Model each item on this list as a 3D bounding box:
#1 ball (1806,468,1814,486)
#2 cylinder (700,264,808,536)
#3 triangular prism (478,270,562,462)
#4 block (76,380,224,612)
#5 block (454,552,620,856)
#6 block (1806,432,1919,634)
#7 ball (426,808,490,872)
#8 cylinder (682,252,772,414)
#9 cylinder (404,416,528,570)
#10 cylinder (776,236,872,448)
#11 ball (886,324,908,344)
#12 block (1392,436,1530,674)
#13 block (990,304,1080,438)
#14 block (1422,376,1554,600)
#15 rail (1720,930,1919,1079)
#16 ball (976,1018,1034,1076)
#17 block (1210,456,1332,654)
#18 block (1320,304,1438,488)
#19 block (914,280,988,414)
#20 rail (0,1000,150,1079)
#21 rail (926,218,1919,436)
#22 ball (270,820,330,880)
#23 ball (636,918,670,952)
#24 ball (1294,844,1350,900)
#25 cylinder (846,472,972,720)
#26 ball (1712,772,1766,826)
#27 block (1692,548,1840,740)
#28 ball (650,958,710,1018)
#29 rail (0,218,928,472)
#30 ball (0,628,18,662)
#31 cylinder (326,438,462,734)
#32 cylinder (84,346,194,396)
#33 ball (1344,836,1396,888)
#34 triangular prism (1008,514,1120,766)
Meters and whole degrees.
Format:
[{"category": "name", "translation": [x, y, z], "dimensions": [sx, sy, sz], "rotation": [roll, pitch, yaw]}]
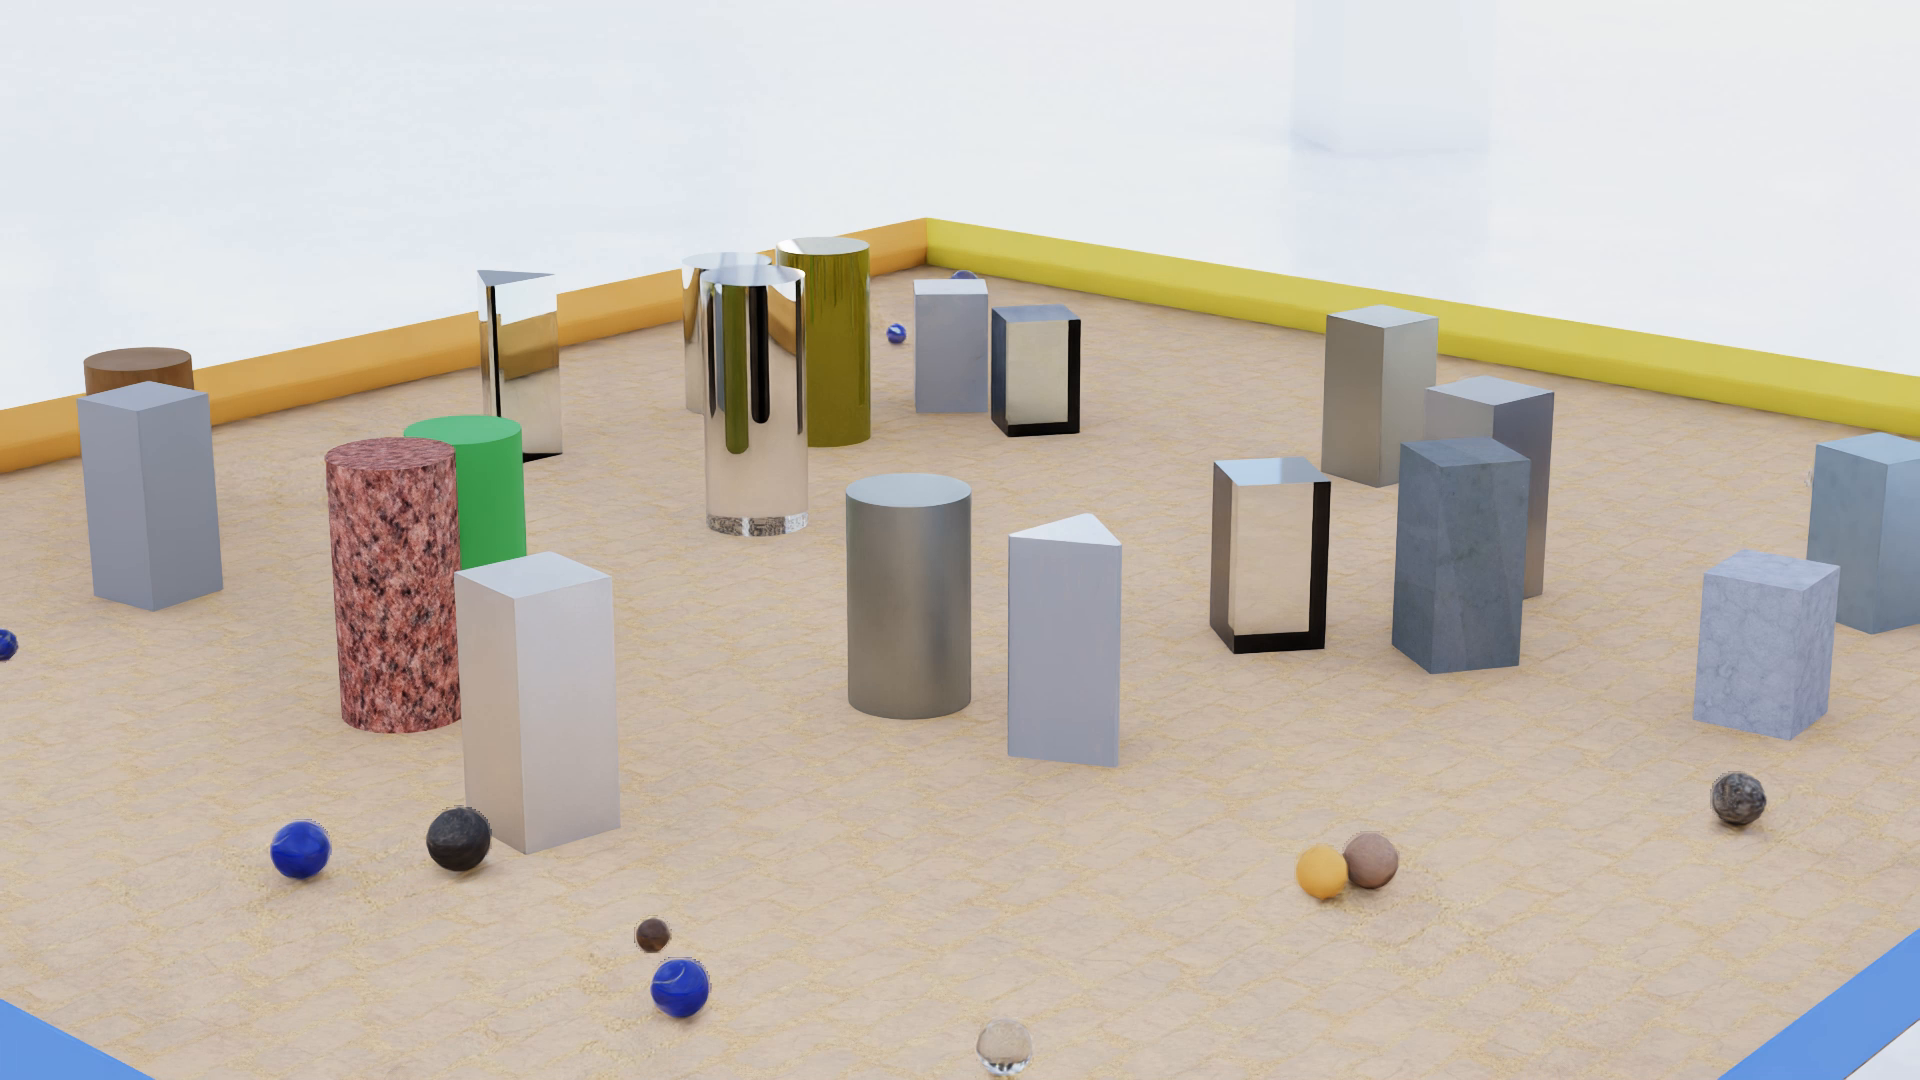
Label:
[{"category": "ball", "translation": [1.690, -0.122, 5.779], "dimensions": [0.041, 0.041, 0.041], "rotation": [0, 17, 0]}, {"category": "cylinder", "translation": [-0.384, -0.262, 5.492], "dimensions": [0.194, 0.476, 0.194], "rotation": [0, 17, 0]}, {"category": "triangular prism", "translation": [-0.929, -0.356, 5.977], "dimensions": [0.146, 0.375, 0.168], "rotation": [16, 23, 43]}, {"category": "block", "translation": [-1.404, -0.078, 5.090], "dimensions": [0.156, 0.355, 0.156], "rotation": [11, 20, 33]}, {"category": "block", "translation": [-0.585, 0.224, 4.067], "dimensions": [0.156, 0.369, 0.156], "rotation": [-14, 22, -38]}, {"category": "block", "translation": [1.556, -0.013, 4.979], "dimensions": [0.156, 0.296, 0.156], "rotation": [-10, 19, -30]}, {"category": "ball", "translation": [-0.677, 0.405, 3.958], "dimensions": [0.085, 0.085, 0.085], "rotation": [0, 17, 0]}, {"category": "cylinder", "translation": [-0.503, -0.449, 6.377], "dimensions": [0.194, 0.323, 0.194], "rotation": [0, 17, 0]}, {"category": "cylinder", "translation": [-0.830, -0.023, 4.940], "dimensions": [0.194, 0.337, 0.194], "rotation": [0, 17, 0]}, {"category": "cylinder", "translation": [-0.284, -0.415, 6.119], "dimensions": [0.194, 0.406, 0.194], "rotation": [0, 17, 0]}, {"category": "ball", "translation": [-0.151, -0.492, 6.993], "dimensions": [0.049, 0.049, 0.049], "rotation": [0, 17, 0]}, {"category": "block", "translation": [0.813, 0.023, 4.770], "dimensions": [0.156, 0.347, 0.156], "rotation": [-5, 17, -15]}, {"category": "block", "translation": [0.160, -0.360, 6.214], "dimensions": [0.156, 0.246, 0.156], "rotation": [-4, 17, -12]}, {"category": "block", "translation": [0.910, -0.083, 5.090], "dimensions": [0.156, 0.365, 0.156], "rotation": [-13, 21, -37]}, {"category": "rail", "translation": [1.473, 0.401, 3.896], "dimensions": [0.045, 0.126, 4.269], "rotation": [14, 22, 39]}, {"category": "ball", "translation": [0.052, 0.586, 3.390], "dimensions": [0.066, 0.066, 0.066], "rotation": [0, 17, 0]}, {"category": "block", "translation": [0.513, 0.024, 4.868], "dimensions": [0.156, 0.288, 0.156], "rotation": [-3, 17, -10]}, {"category": "block", "translation": [0.836, -0.288, 5.844], "dimensions": [0.156, 0.323, 0.156], "rotation": [-13, 21, -37]}, {"category": "block", "translation": [-0.021, -0.424, 6.400], "dimensions": [0.156, 0.262, 0.156], "rotation": [-1, 17, -2]}, {"category": "rail", "translation": [-1.384, 0.492, 3.594], "dimensions": [3.948, 0.126, 0.045], "rotation": [14, 22, 39]}, {"category": "rail", "translation": [1.384, -0.429, 6.646], "dimensions": [3.948, 0.126, 0.045], "rotation": [14, 22, 39]}, {"category": "ball", "translation": [-0.885, 0.416, 3.933], "dimensions": [0.078, 0.078, 0.078], "rotation": [0, 17, 0]}, {"category": "ball", "translation": [-0.389, 0.500, 3.715], "dimensions": [0.043, 0.043, 0.043], "rotation": [0, 17, 0]}, {"category": "ball", "translation": [0.479, 0.439, 3.873], "dimensions": [0.074, 0.074, 0.074], "rotation": [0, 17, 0]}, {"category": "cylinder", "translation": [-0.079, 0.086, 4.571], "dimensions": [0.194, 0.342, 0.194], "rotation": [0, 17, 0]}, {"category": "ball", "translation": [1.093, 0.364, 4.116], "dimensions": [0.073, 0.073, 0.073], "rotation": [0, 17, 0]}, {"category": "block", "translation": [1.240, 0.159, 4.508], "dimensions": [0.156, 0.238, 0.156], "rotation": [12, 20, 34]}, {"category": "ball", "translation": [-0.337, 0.540, 3.534], "dimensions": [0.071, 0.071, 0.071], "rotation": [0, 17, 0]}, {"category": "rail", "translation": [-1.473, -0.338, 6.344], "dimensions": [0.045, 0.126, 4.269], "rotation": [14, 22, 39]}, {"category": "ball", "translation": [-1.566, 0.172, 4.783], "dimensions": [0.055, 0.055, 0.055], "rotation": [0, 17, 0]}, {"category": "cylinder", "translation": [-0.863, 0.068, 4.502], "dimensions": [0.194, 0.416, 0.194], "rotation": [0, 17, 0]}, {"category": "cylinder", "translation": [-1.526, -0.181, 5.486], "dimensions": [0.194, 0.324, 0.194], "rotation": [0, 17, 0]}, {"category": "ball", "translation": [0.546, 0.428, 3.902], "dimensions": [0.069, 0.069, 0.069], "rotation": [0, 17, 0]}, {"category": "triangular prism", "translation": [0.172, 0.144, 4.376], "dimensions": [0.168, 0.343, 0.146], "rotation": [5, 17, 16]}]
